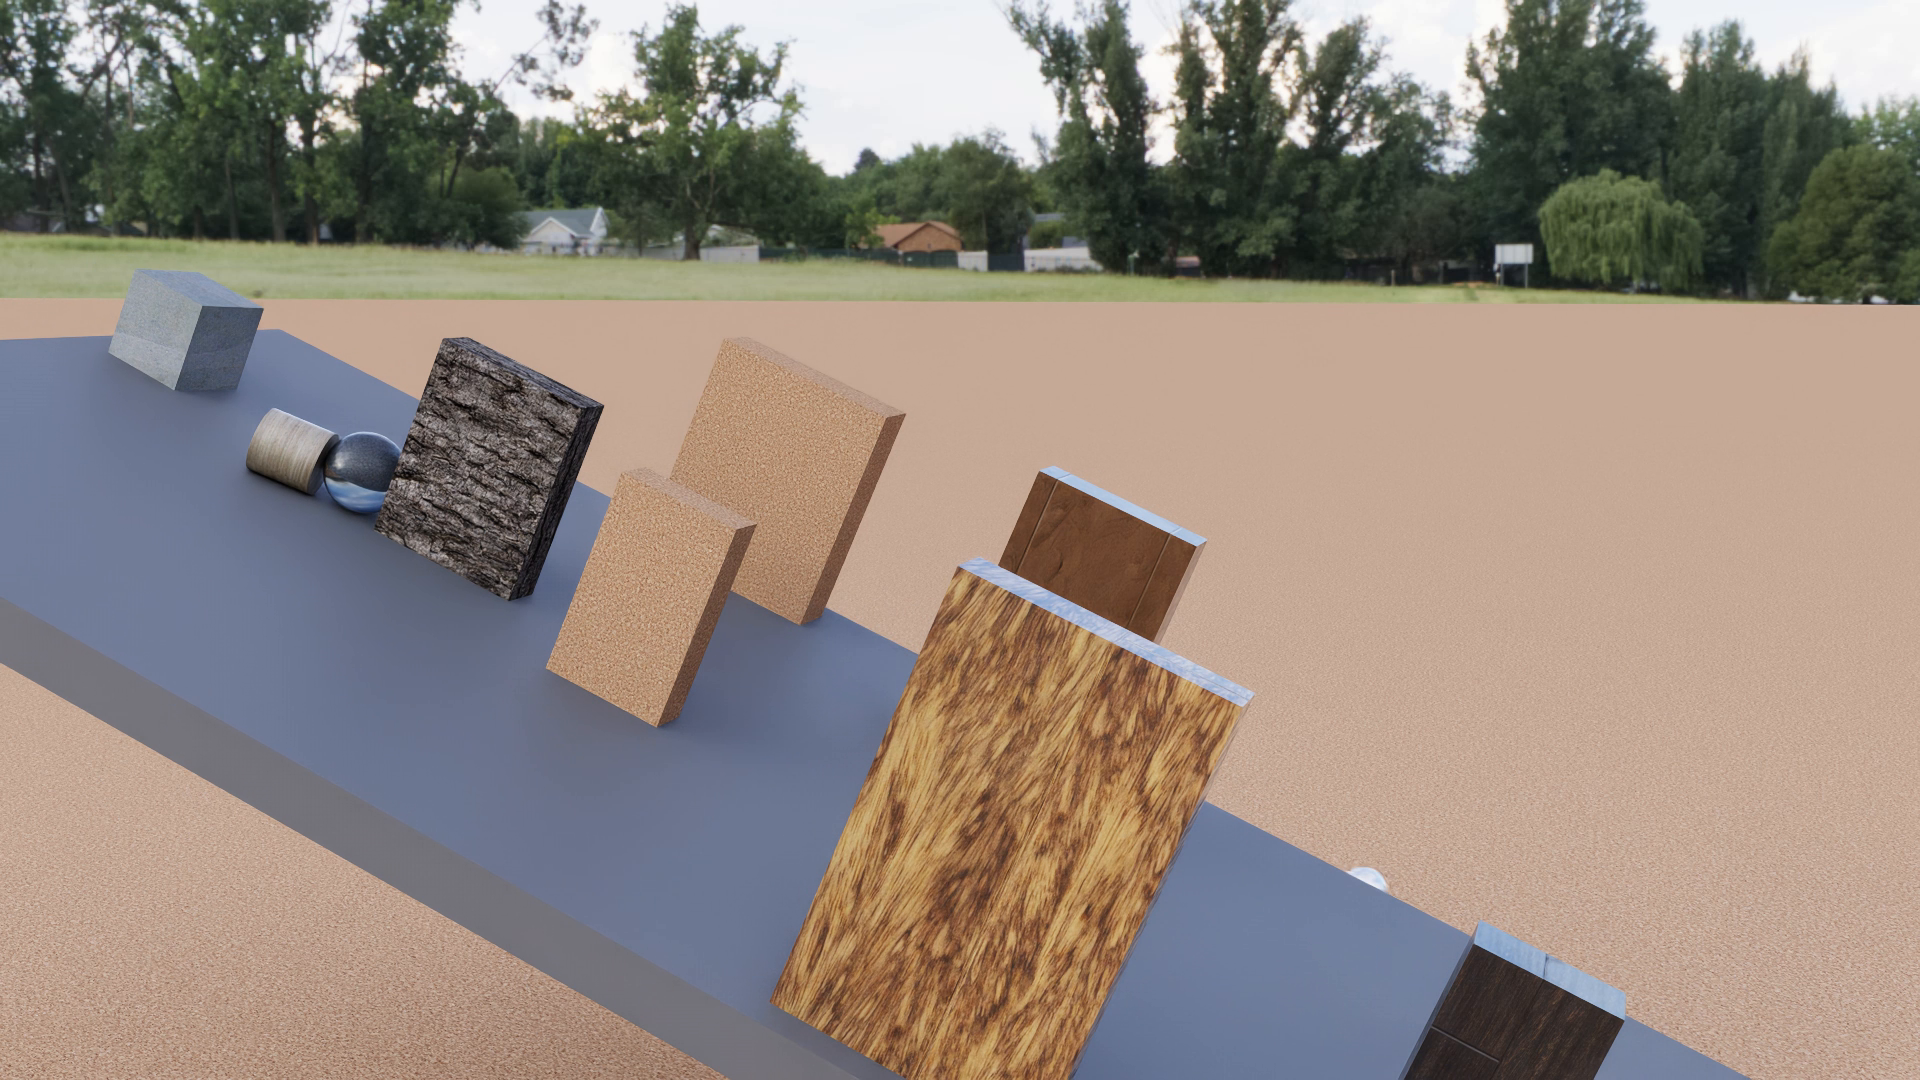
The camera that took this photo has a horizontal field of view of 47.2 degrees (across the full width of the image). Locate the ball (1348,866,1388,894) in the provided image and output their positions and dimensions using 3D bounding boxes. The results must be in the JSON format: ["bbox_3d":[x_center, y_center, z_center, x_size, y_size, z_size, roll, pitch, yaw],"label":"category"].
[{"bbox_3d":[1.168,1.016,6.364,0.139,0.139,0.139,0,7,0],"label":"ball"}]

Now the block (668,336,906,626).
[{"bbox_3d":[-0.428,-0.138,5.043,0.423,0.521,0.138,26,13,13],"label":"block"}]

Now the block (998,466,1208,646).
[{"bbox_3d":[0.205,0.215,4.471,0.350,0.636,0.116,26,13,13],"label":"block"}]

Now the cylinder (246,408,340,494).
[{"bbox_3d":[-1.358,-0.180,4.478,0.135,0.135,0.135,23,7,-2],"label":"cylinder"}]

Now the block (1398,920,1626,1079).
[{"bbox_3d":[0.821,0.855,3.423,0.244,0.441,0.131,26,13,13],"label":"block"}]

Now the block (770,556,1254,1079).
[{"bbox_3d":[0.066,0.446,3.145,0.439,0.718,0.105,26,13,13],"label":"block"}]

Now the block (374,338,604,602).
[{"bbox_3d":[-0.945,-0.144,4.403,0.329,0.423,0.099,26,13,13],"label":"block"}]

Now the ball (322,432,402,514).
[{"bbox_3d":[-1.212,-0.137,4.484,0.168,0.168,0.168,0,7,0],"label":"ball"}]

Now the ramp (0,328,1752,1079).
[{"bbox_3d":[-0.283,0.490,4.181,4.000,0.100,2.000,26,13,13],"label":"ramp"}]

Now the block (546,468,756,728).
[{"bbox_3d":[-0.574,0.105,4.086,0.245,0.408,0.099,26,13,13],"label":"block"}]

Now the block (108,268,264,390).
[{"bbox_3d":[-1.710,-0.464,4.863,0.199,0.199,0.199,28,14,18],"label":"block"}]
